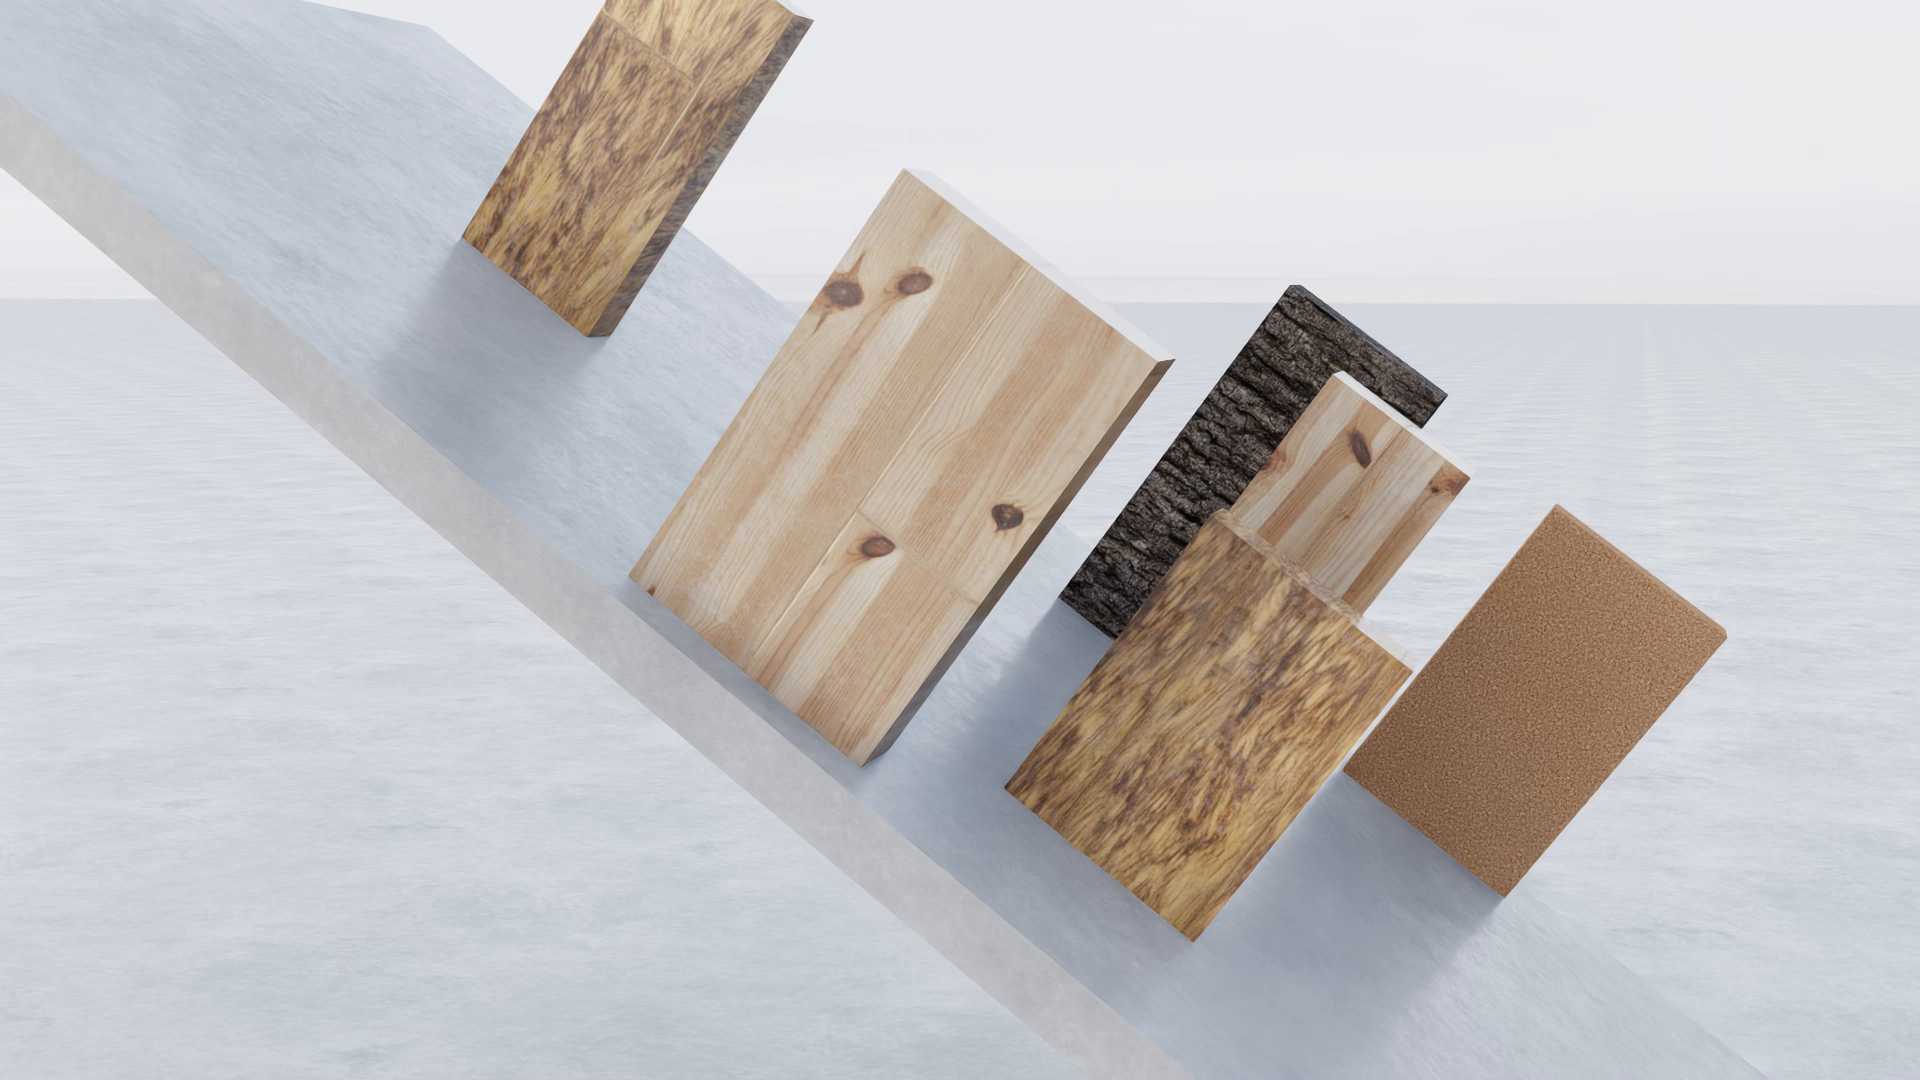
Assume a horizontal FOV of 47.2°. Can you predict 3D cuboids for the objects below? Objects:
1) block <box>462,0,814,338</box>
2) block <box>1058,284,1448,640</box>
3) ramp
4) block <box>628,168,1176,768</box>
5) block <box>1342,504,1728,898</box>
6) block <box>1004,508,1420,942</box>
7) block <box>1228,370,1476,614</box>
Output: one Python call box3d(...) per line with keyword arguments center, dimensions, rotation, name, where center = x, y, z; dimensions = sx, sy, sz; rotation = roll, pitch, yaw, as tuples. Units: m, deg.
box3d(center=(-0.597, -0.752, 4.037), dimensions=(0.315, 0.706, 0.099), rotation=(38, 16, 10), name="block")
box3d(center=(0.585, -0.086, 4.430), dimensions=(0.368, 0.786, 0.143), rotation=(38, 16, 10), name="block")
box3d(center=(-0.069, 0.133, 4.072), dimensions=(4.000, 0.100, 2.000), rotation=(38, 16, 10), name="ramp")
box3d(center=(-0.092, -0.101, 3.161), dimensions=(0.448, 0.728, 0.126), rotation=(38, 16, 10), name="block")
box3d(center=(1.199, 0.338, 4.619), dimensions=(0.427, 0.714, 0.109), rotation=(38, 16, 10), name="block")
box3d(center=(0.382, 0.284, 3.377), dimensions=(0.376, 0.544, 0.105), rotation=(38, 16, 10), name="block")
box3d(center=(0.582, 0.084, 4.005), dimensions=(0.299, 0.746, 0.146), rotation=(38, 16, 10), name="block")
